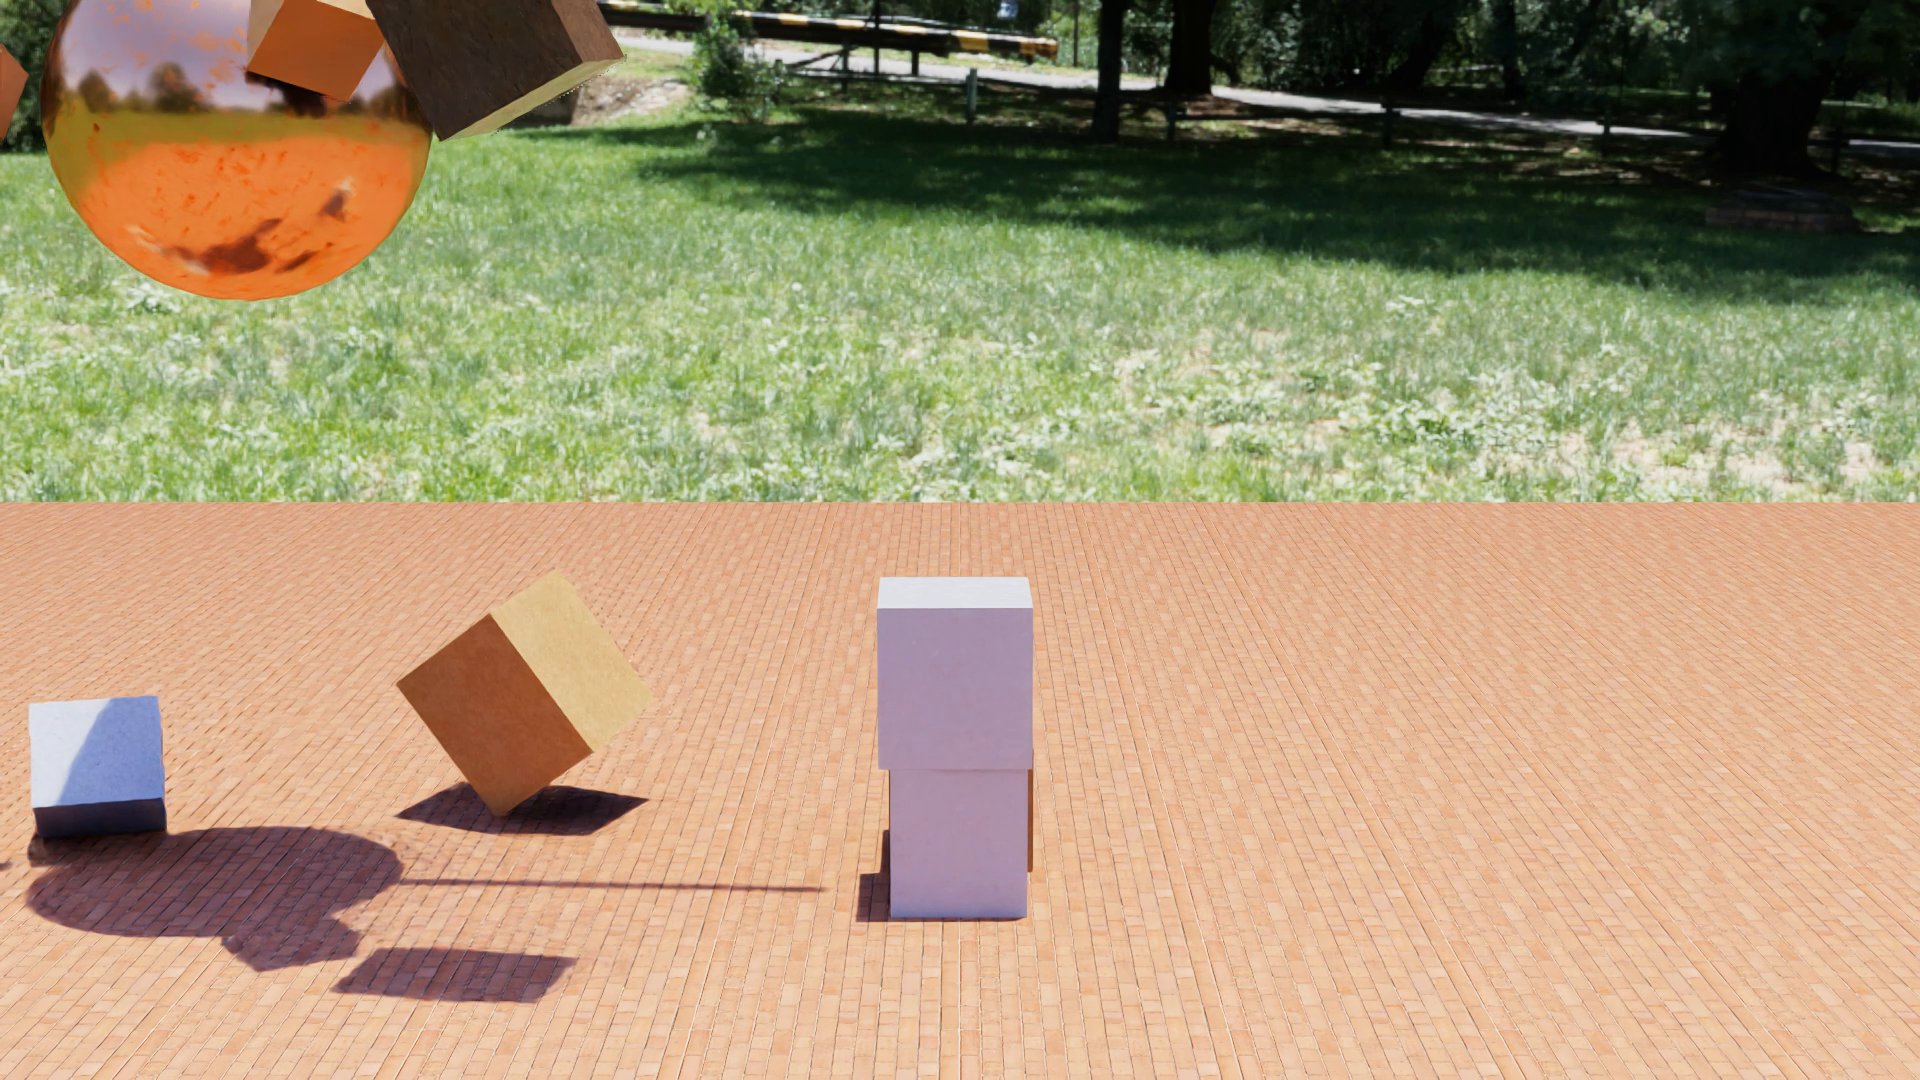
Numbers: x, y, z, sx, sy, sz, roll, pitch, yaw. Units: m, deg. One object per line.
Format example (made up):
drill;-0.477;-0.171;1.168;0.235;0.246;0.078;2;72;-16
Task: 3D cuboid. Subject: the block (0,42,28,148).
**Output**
block;-4.295;-1.929;10.806;0.449;0.400;0.436;1;-27;16

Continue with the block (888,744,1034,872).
block;0.002;1.140;11.705;0.641;0.570;0.674;0;10;-1

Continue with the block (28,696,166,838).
block;-3.975;1.050;11.847;0.559;0.488;0.535;-3;-20;-16

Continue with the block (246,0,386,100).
block;-2.483;-2.097;9.983;0.410;0.480;0.487;14;-36;-30

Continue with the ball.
ball;-3.043;-1.813;10.851;1.600;1.600;1.600;0;10;0

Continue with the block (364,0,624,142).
block;-1.731;-1.913;9.586;0.627;0.591;0.524;-26;7;14

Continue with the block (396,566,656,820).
block;-2.082;0.731;12.343;0.690;0.806;0.655;-34;4;27

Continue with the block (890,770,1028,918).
block;-0.004;1.218;11.052;0.575;0.650;0.601;0;10;0

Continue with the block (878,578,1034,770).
block;-0.023;0.559;10.942;0.644;0.686;0.658;0;10;-1
